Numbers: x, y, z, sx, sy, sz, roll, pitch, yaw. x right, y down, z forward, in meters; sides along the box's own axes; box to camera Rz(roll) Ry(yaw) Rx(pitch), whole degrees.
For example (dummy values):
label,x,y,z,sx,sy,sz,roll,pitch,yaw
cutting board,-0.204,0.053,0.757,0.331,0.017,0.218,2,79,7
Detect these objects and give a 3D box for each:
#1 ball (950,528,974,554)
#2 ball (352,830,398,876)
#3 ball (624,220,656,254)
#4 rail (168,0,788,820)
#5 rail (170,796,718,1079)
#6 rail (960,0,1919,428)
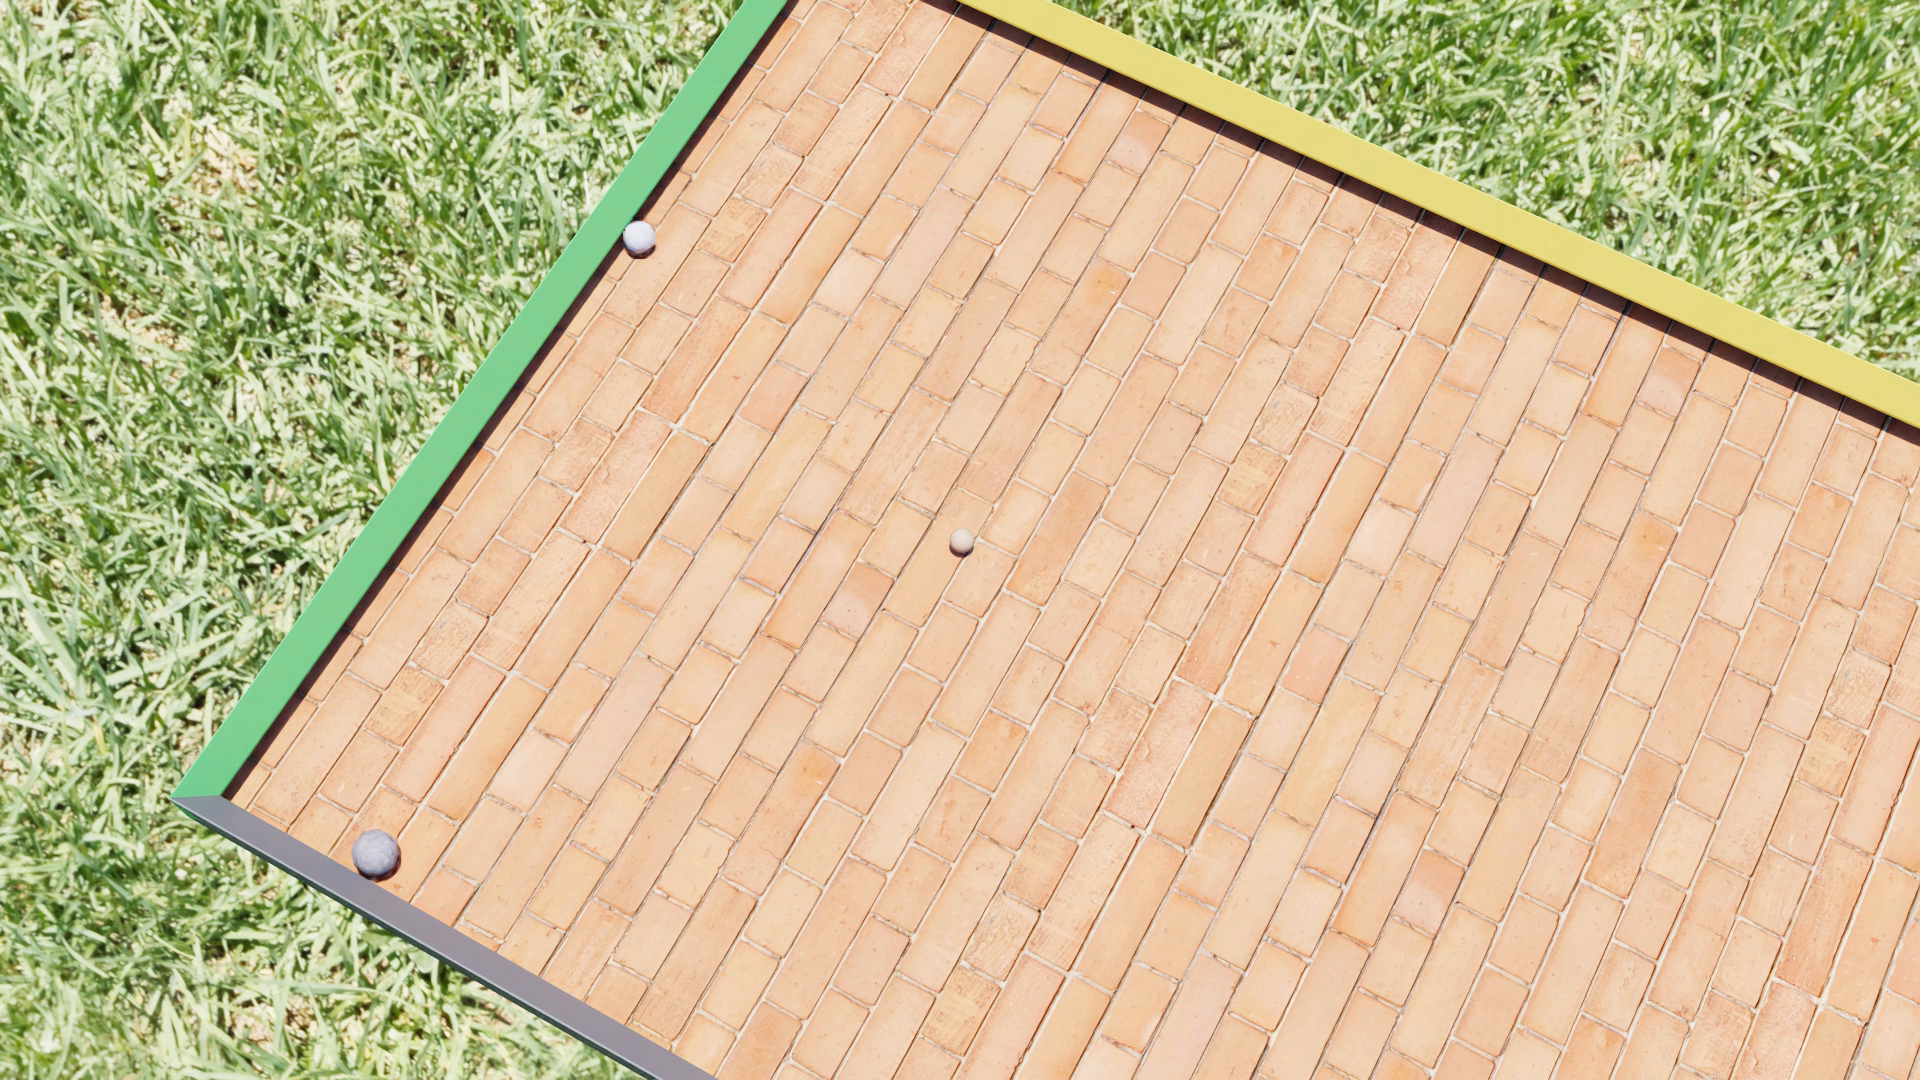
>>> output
label,x,y,z,sx,sy,sz,roll,pitch,yaw
ball,0.003,0.001,3.559,0.041,0.041,0.041,0,66,0
ball,-0.886,0.473,3.332,0.069,0.069,0.069,0,66,0
ball,-0.552,-0.521,3.785,0.055,0.055,0.055,0,66,0
rail,-0.704,-0.361,3.693,0.045,0.090,1.944,27,69,11
rail,0.270,1.113,3.033,3.307,0.090,0.045,27,69,11
rail,1.181,-0.406,3.713,3.307,0.090,0.045,27,69,11
